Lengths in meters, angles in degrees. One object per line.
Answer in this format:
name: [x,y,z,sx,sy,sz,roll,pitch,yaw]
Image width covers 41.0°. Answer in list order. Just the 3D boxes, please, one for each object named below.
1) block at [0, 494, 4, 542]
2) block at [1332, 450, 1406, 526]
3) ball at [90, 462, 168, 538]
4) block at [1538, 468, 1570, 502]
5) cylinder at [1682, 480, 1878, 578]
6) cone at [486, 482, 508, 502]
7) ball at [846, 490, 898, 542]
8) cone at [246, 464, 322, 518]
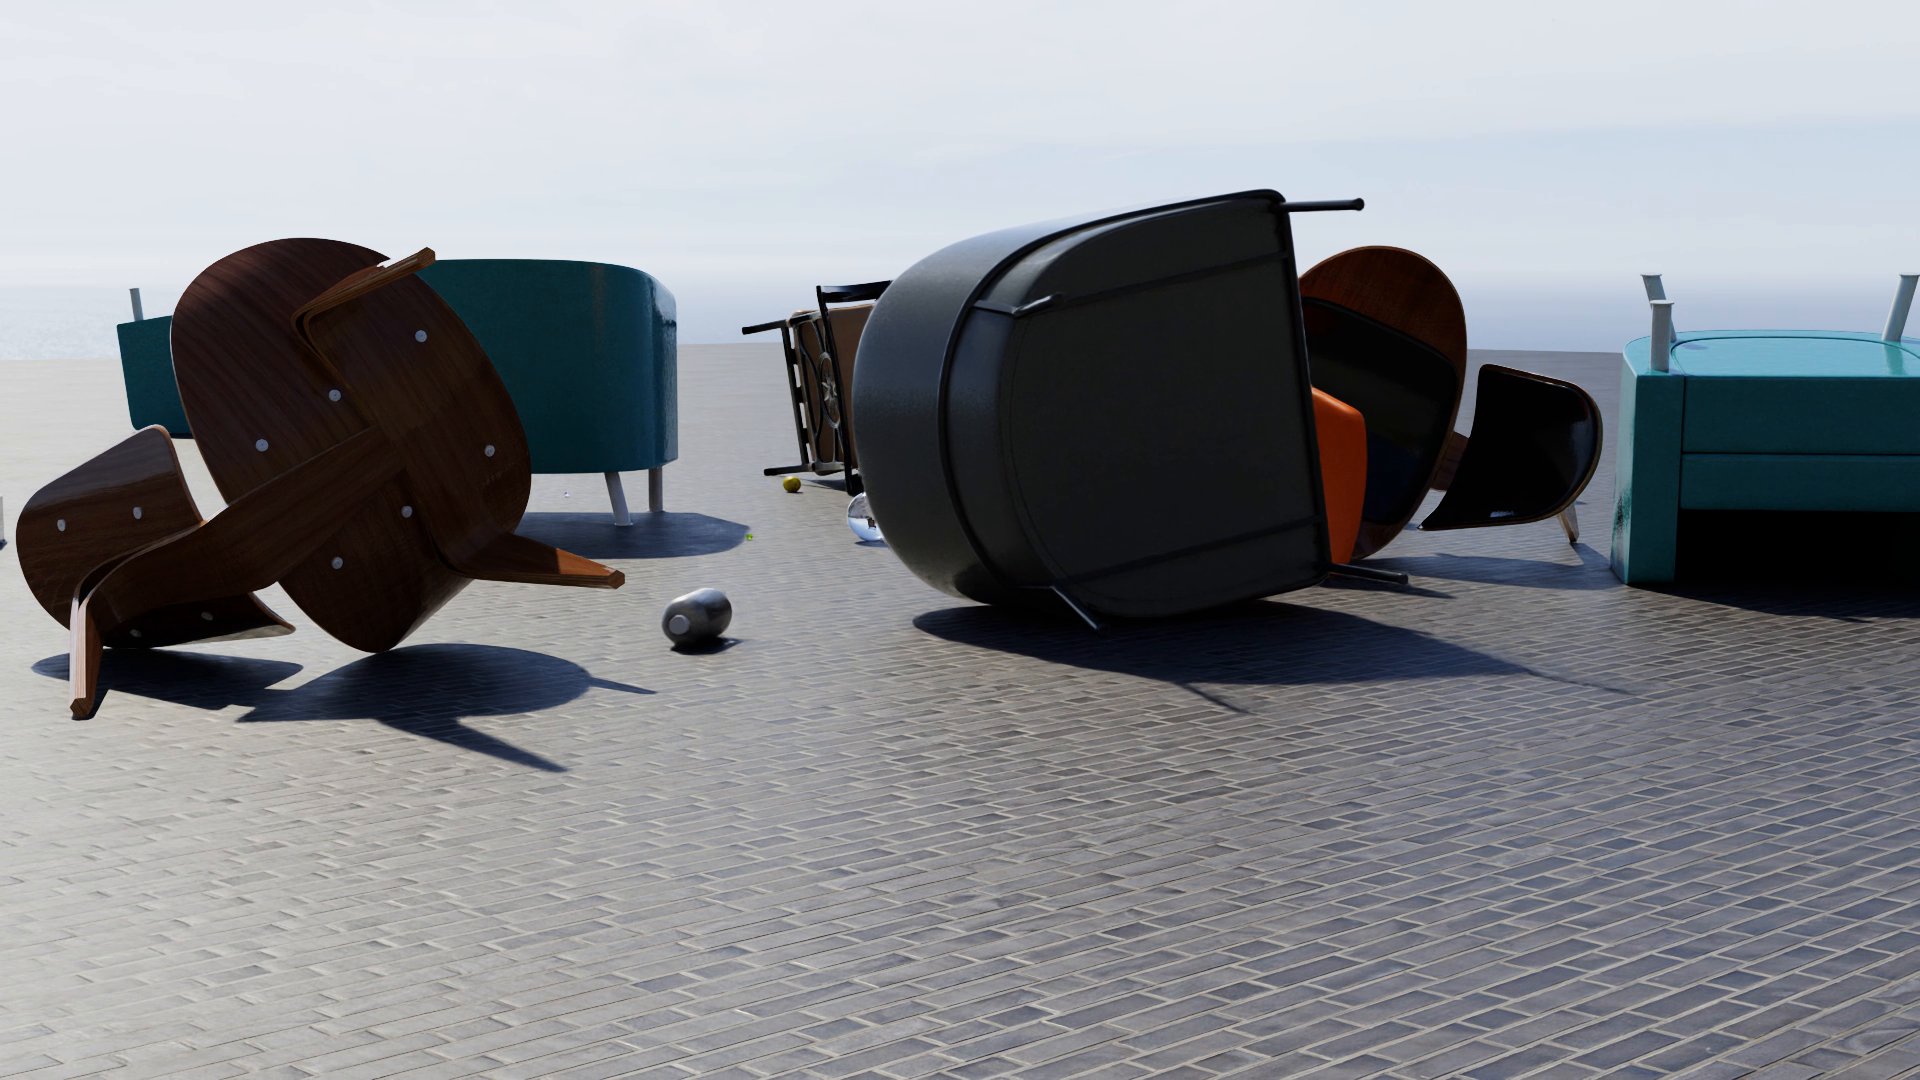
block: [-2.447,-0.046,6.318,0.153,0.111,0.209,-2,6,-15]
block: [1.096,-0.142,6.874,0.158,0.188,0.106,4,7,35]
ball: [-2.094,-0.101,6.472,0.188,0.188,0.188,0,6,0]
block: [1.744,-0.163,7.533,0.069,0.094,0.111,0,6,3]
cylinder: [1.830,-0.026,5.732,0.289,0.191,0.308,1,5,-23]
cone: [-1.338,-0.126,7.490,0.047,0.076,0.084,39,14,-2]
ball: [-0.218,-0.060,6.369,0.127,0.127,0.127,0,6,0]
cone: [-1.873,-0.143,7.097,0.190,0.143,0.229,3,6,25]
